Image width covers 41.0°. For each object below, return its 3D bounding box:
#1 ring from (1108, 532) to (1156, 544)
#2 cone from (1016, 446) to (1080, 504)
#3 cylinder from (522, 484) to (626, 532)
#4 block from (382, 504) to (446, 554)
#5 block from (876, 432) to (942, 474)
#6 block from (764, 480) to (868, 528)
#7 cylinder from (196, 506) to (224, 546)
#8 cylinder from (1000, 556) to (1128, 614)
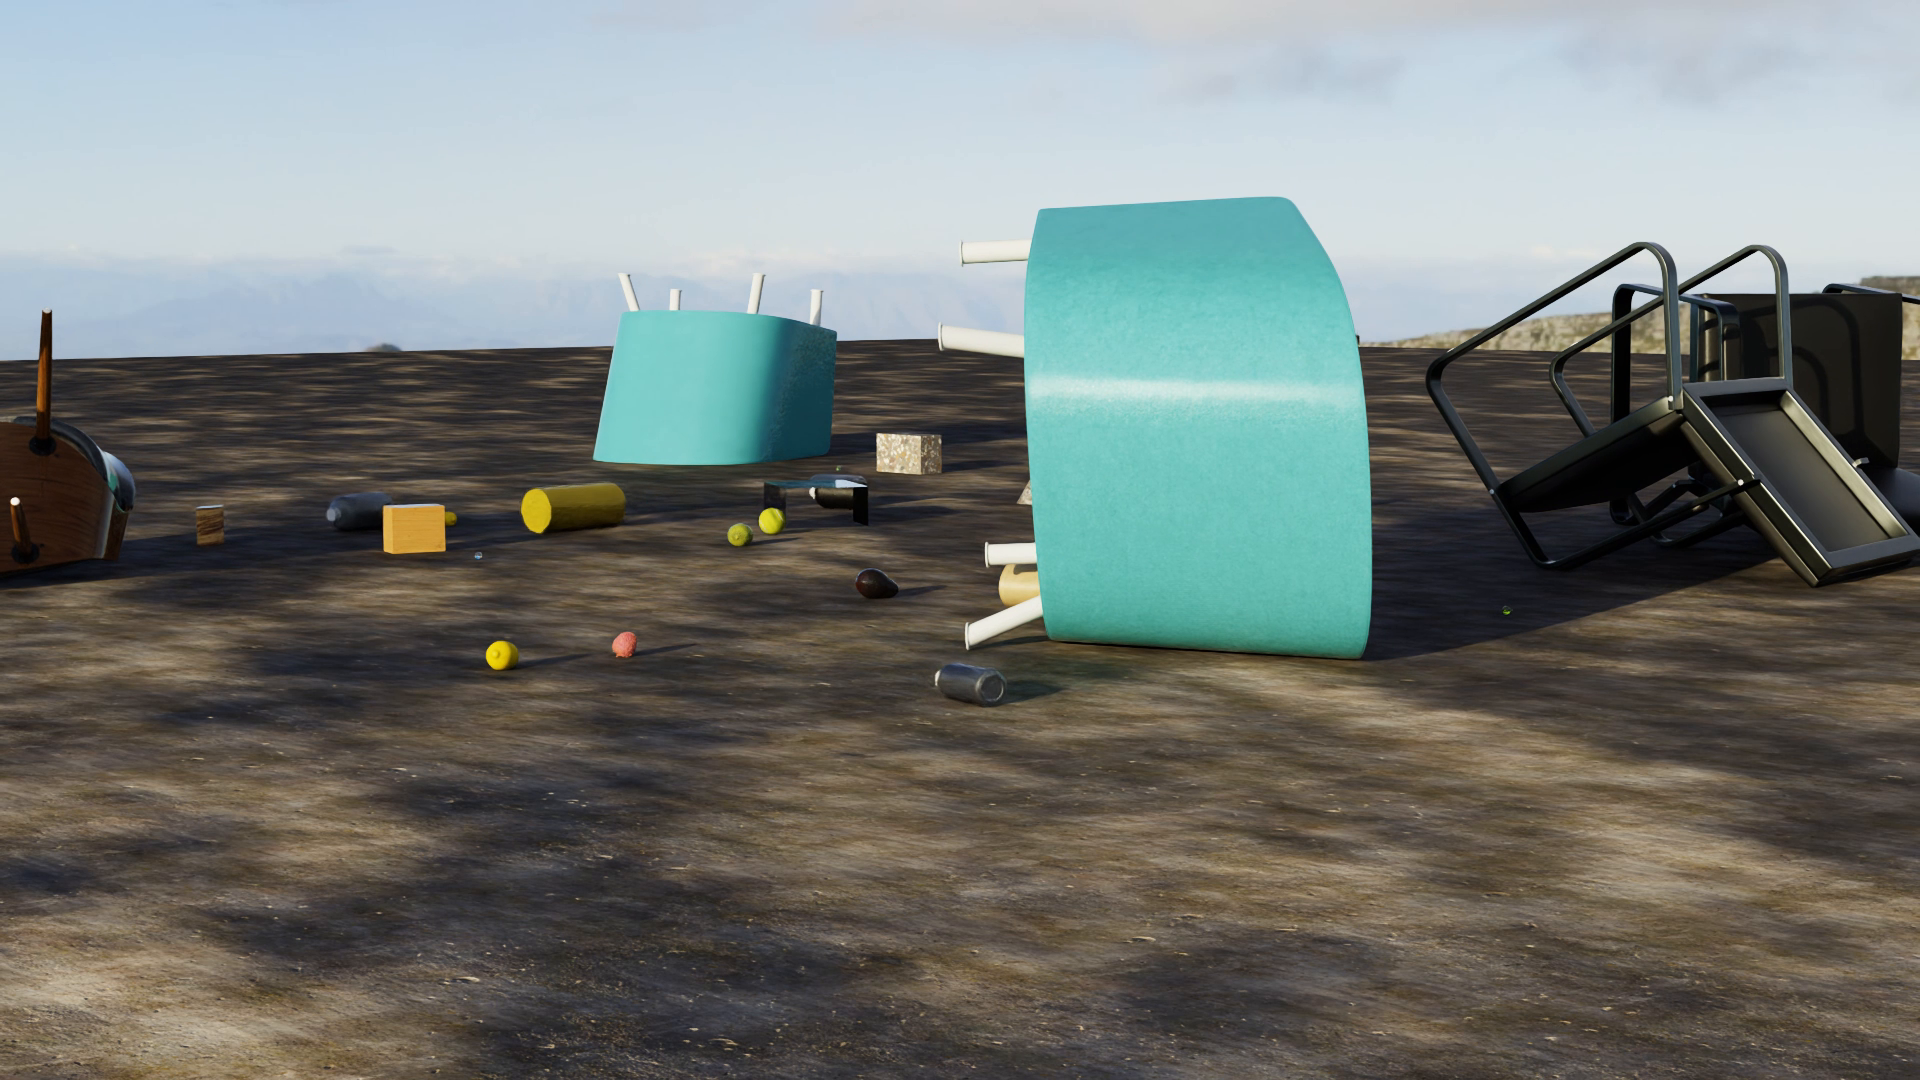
[{"bbox_3d":[0.427,-0.004,6.342,0.127,0.023,0.062,-1,7,-18],"label":"ring"},{"bbox_3d":[0.258,-0.190,7.453,0.186,0.165,0.143,0,6,-5],"label":"cone"},{"bbox_3d":[-1.004,-0.085,6.681,0.116,0.113,0.256,-9,-1,41],"label":"cylinder"},{"bbox_3d":[-1.308,-0.028,6.150,0.129,0.109,0.071,-3,7,-30],"label":"block"},{"bbox_3d":[-0.172,-0.292,8.626,0.209,0.127,0.099,6,8,44],"label":"block"},{"bbox_3d":[-0.385,-0.097,6.838,0.224,0.105,0.236,-2,6,-18],"label":"block"},{"bbox_3d":[-1.837,-0.034,6.284,0.044,0.095,0.081,3,7,27],"label":"cylinder"},{"bbox_3d":[0.205,0.087,5.041,0.193,0.107,0.194,0,7,26],"label":"cylinder"}]
